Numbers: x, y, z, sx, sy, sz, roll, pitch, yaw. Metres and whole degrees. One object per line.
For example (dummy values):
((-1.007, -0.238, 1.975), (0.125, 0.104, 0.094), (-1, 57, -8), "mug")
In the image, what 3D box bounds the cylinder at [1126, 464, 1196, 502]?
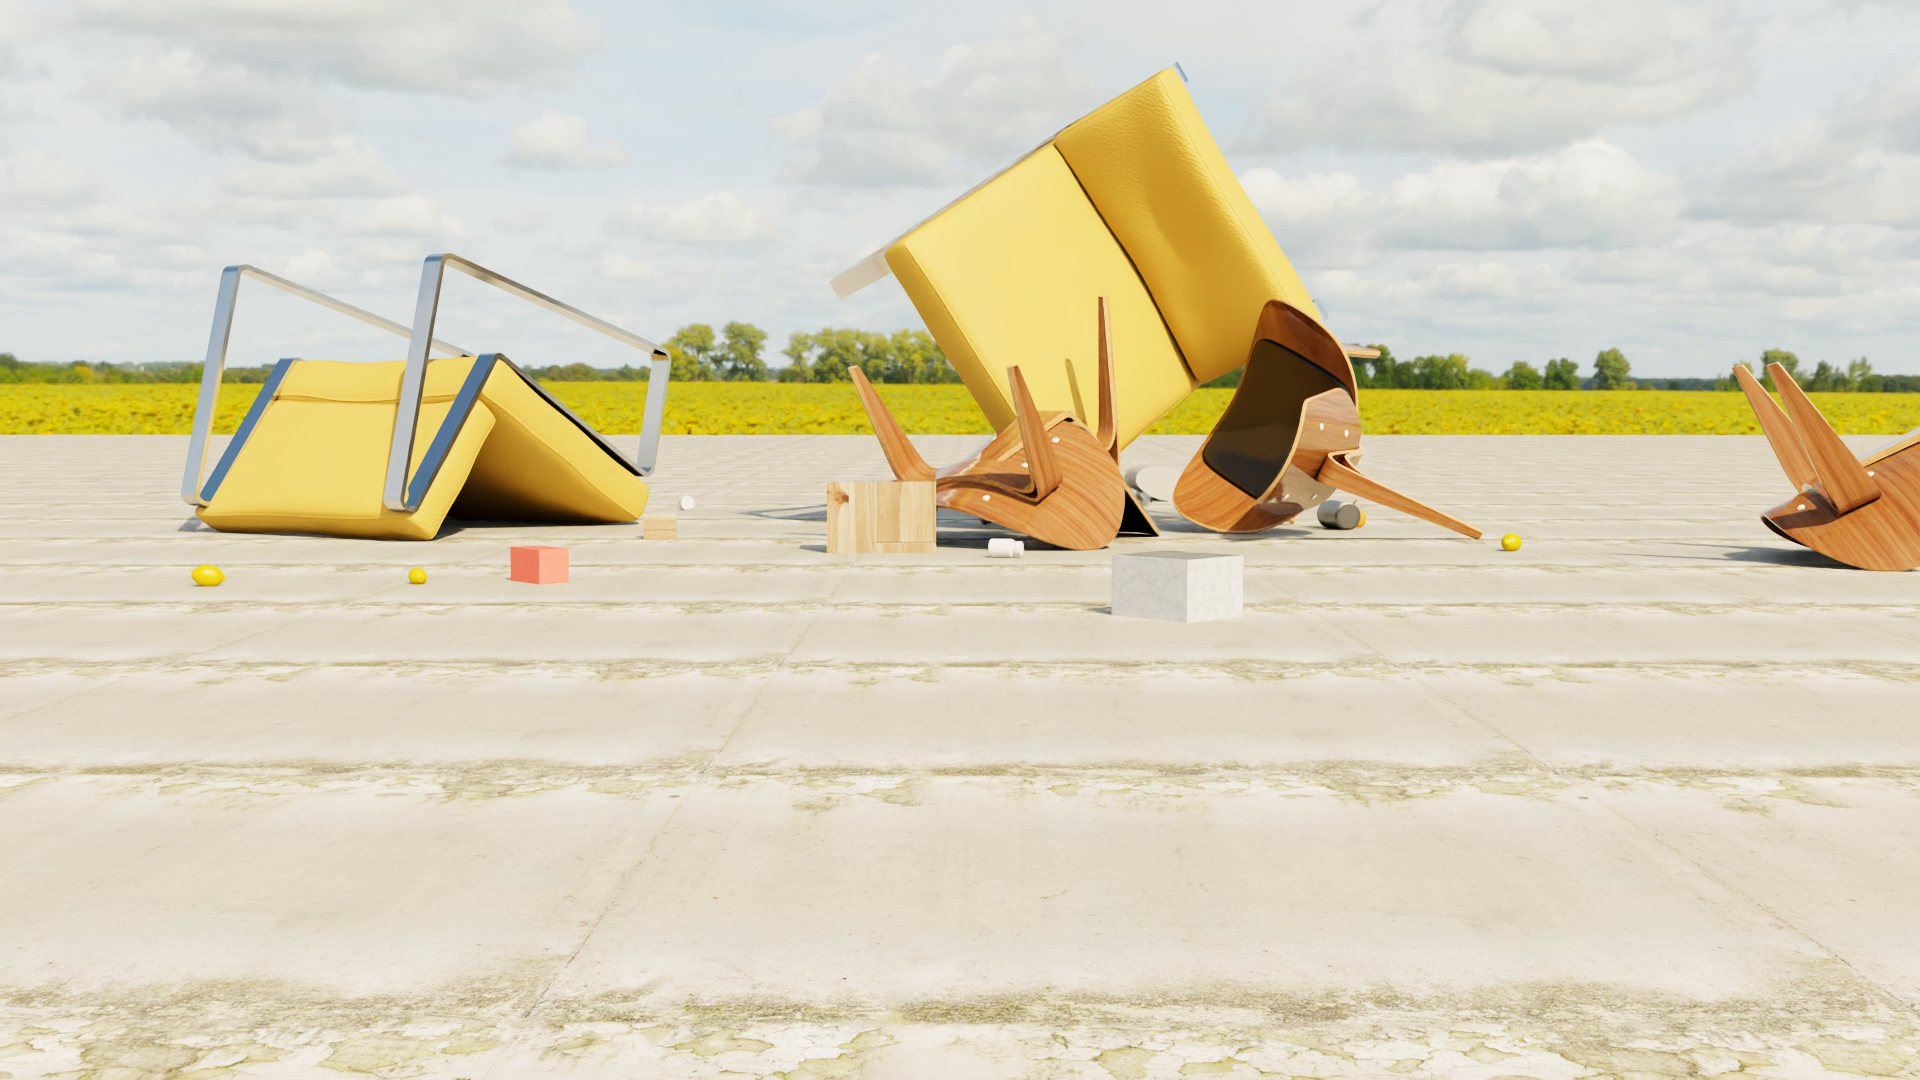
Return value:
((0.812, -0.234, 8.930), (0.250, 0.131, 0.279), (13, 3, -5), "cylinder")

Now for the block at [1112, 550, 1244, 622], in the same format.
((0.430, 0.090, 4.351), (0.170, 0.121, 0.195), (-4, 5, -44), "block")

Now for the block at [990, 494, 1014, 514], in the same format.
((0.154, -0.129, 7.944), (0.068, 0.066, 0.058), (-1, 4, -20), "block")

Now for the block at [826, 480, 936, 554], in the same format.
((-0.217, -0.066, 6.085), (0.298, 0.195, 0.141), (0, 4, -2), "block")

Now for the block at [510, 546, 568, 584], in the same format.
((-0.981, 0.058, 5.129), (0.077, 0.079, 0.134), (-3, 5, -40), "block")

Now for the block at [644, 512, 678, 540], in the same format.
((-0.903, -0.044, 6.628), (0.097, 0.076, 0.074), (0, 4, -6), "block")
